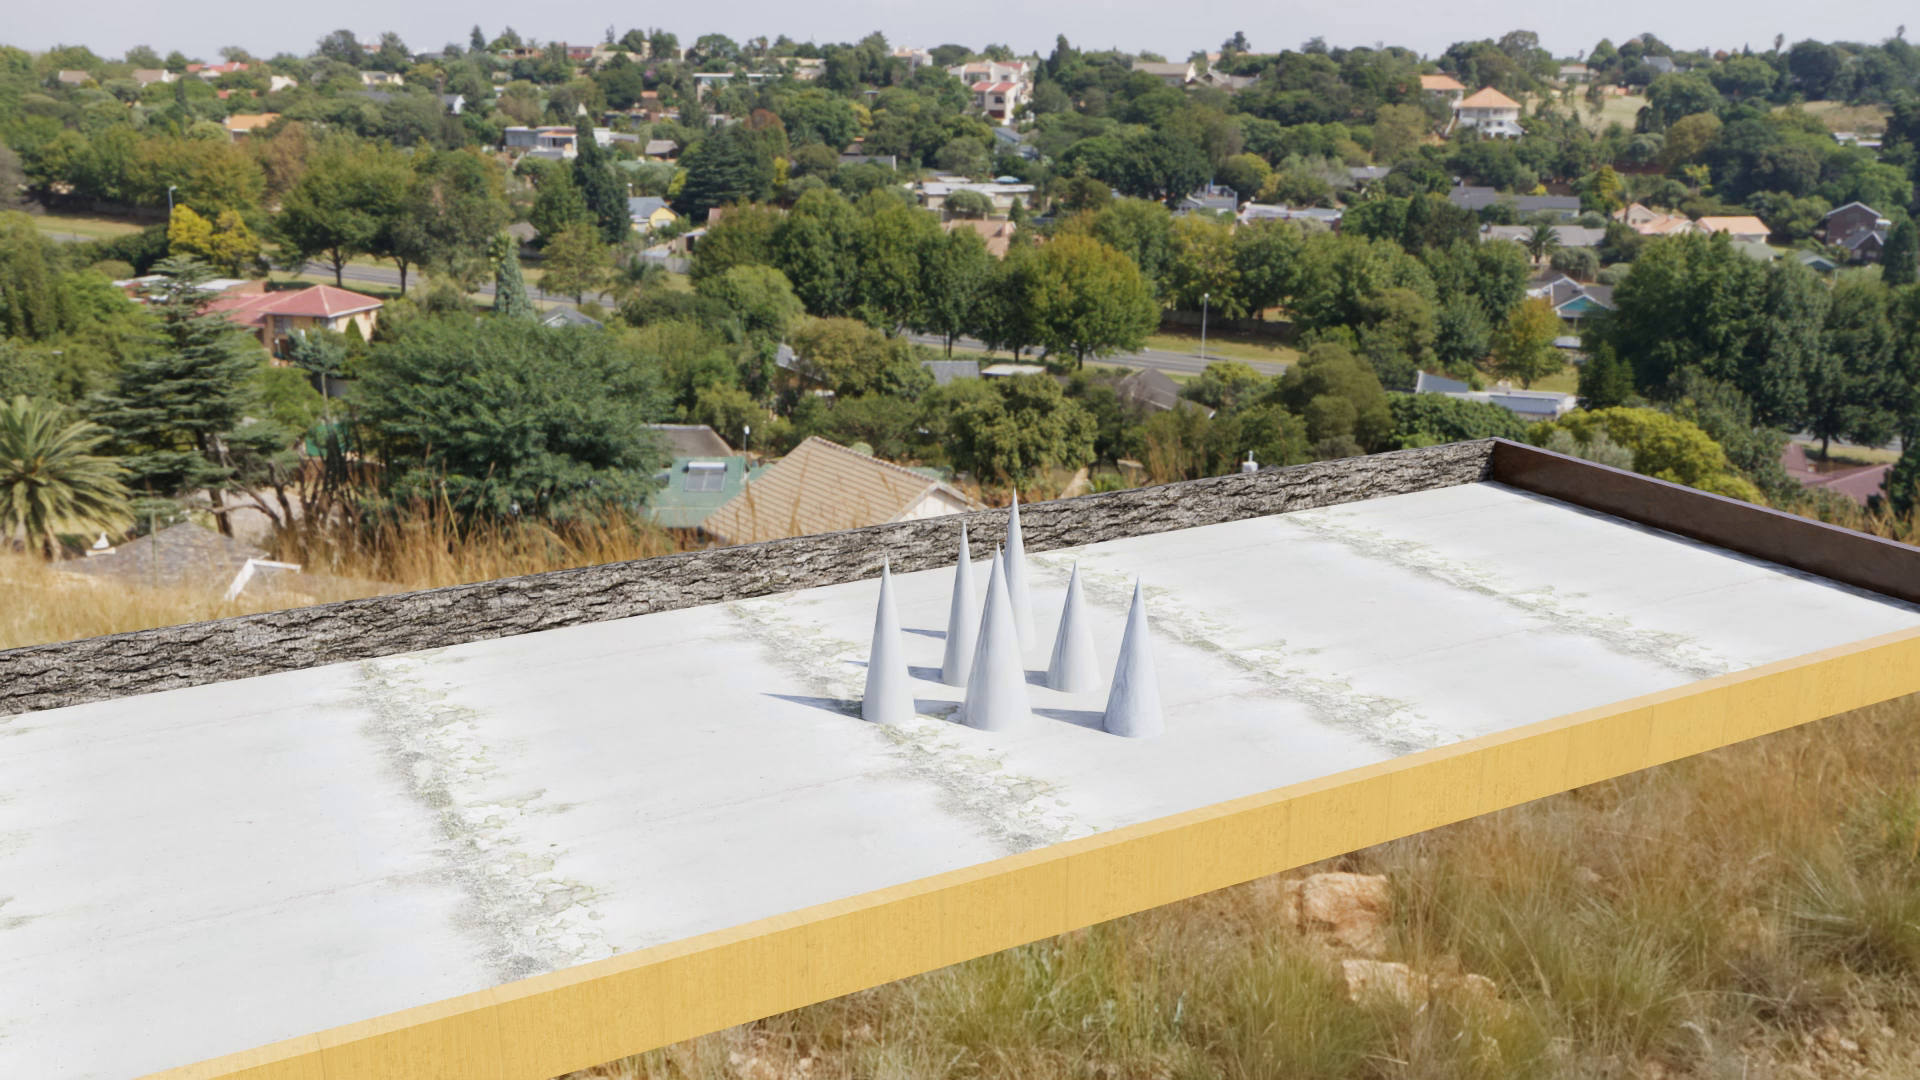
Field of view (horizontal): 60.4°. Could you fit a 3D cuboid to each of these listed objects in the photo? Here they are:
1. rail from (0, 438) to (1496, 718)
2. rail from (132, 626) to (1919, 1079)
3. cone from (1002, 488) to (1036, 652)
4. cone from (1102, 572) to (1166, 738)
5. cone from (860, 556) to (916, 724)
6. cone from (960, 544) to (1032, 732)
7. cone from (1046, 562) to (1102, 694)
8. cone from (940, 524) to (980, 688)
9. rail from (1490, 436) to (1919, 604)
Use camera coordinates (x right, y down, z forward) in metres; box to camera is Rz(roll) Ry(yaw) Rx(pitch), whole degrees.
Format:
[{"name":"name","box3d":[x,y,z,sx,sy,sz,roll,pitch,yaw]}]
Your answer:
[{"name":"rail","box3d":[-3.305,0.497,3.399,12.000,0.150,0.050,-9,18,-27]},{"name":"rail","box3d":[-2.336,1.006,1.665,12.000,0.150,0.050,-9,18,-27]},{"name":"cone","box3d":[0.142,0.069,4.342,0.126,0.439,0.126,0,16,0]},{"name":"cone","box3d":[0.408,0.255,3.817,0.148,0.378,0.148,0,16,0]},{"name":"cone","box3d":[-0.171,0.222,3.886,0.132,0.403,0.132,0,16,0]},{"name":"cone","box3d":[0.087,0.211,3.856,0.172,0.441,0.172,0,16,0]},{"name":"cone","box3d":[0.284,0.200,4.091,0.143,0.329,0.143,0,16,0]},{"name":"cone","box3d":[0.010,0.148,4.102,0.120,0.423,0.120,0,16,0]},{"name":"rail","box3d":[2.466,-0.048,5.253,0.050,0.150,2.100,-9,18,-27]}]
